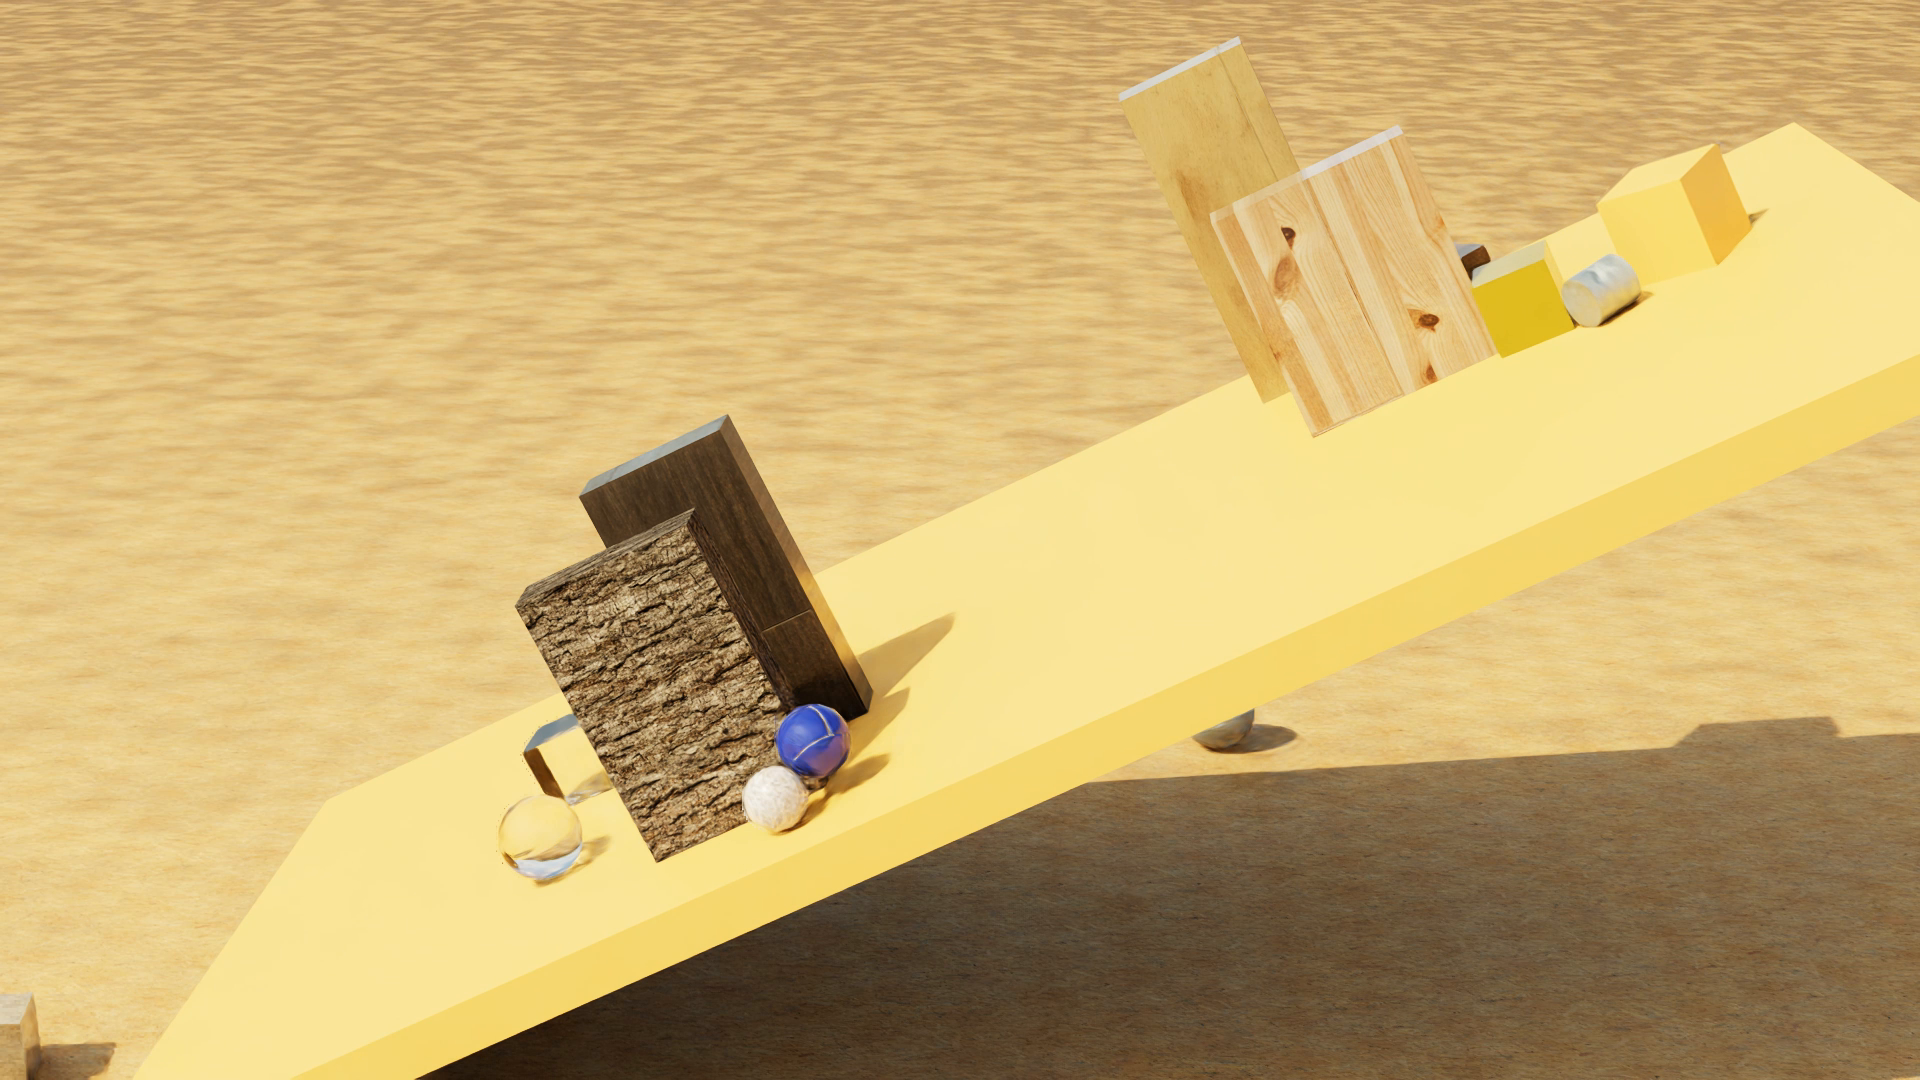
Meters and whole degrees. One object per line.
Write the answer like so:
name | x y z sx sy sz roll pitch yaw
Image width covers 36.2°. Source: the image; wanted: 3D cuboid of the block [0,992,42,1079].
block | -2.046 1.067 6.230 0.154 0.154 0.154 -4 16 -6

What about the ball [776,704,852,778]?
ball | -0.277 0.381 5.573 0.141 0.141 0.141 0 16 0

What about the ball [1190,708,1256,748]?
ball | 0.715 0.475 8.171 0.209 0.209 0.209 0 16 0

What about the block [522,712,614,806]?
block | -0.839 0.476 6.445 0.154 0.154 0.154 -24 14 12

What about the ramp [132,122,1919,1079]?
ramp | 0.138 0.168 6.281 4.000 0.100 2.000 -25 14 10

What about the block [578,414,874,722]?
block | -0.473 0.114 6.010 0.321 0.659 0.134 -25 14 10

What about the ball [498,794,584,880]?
ball | -0.849 0.601 5.953 0.172 0.172 0.172 0 16 0

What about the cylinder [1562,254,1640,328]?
cylinder | 1.331 -0.517 6.110 0.114 0.114 0.114 -32 28 -20

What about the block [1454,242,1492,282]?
block | 1.082 -0.534 6.505 0.180 0.180 0.180 -29 14 -10

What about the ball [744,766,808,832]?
ball | -0.346 0.486 5.531 0.122 0.122 0.122 0 16 0

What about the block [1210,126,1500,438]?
block | 0.845 -0.551 6.292 0.440 0.517 0.124 -25 14 10

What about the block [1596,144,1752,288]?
block | 1.507 -0.683 6.204 0.201 0.201 0.201 -14 19 43

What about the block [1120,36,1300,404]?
block | 0.668 -0.731 6.751 0.300 0.775 0.141 -25 14 10

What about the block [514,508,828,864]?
block | -0.550 0.283 5.688 0.370 0.581 0.129 -25 14 10

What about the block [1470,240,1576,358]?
block | 1.196 -0.512 6.237 0.165 0.165 0.165 -22 14 19
